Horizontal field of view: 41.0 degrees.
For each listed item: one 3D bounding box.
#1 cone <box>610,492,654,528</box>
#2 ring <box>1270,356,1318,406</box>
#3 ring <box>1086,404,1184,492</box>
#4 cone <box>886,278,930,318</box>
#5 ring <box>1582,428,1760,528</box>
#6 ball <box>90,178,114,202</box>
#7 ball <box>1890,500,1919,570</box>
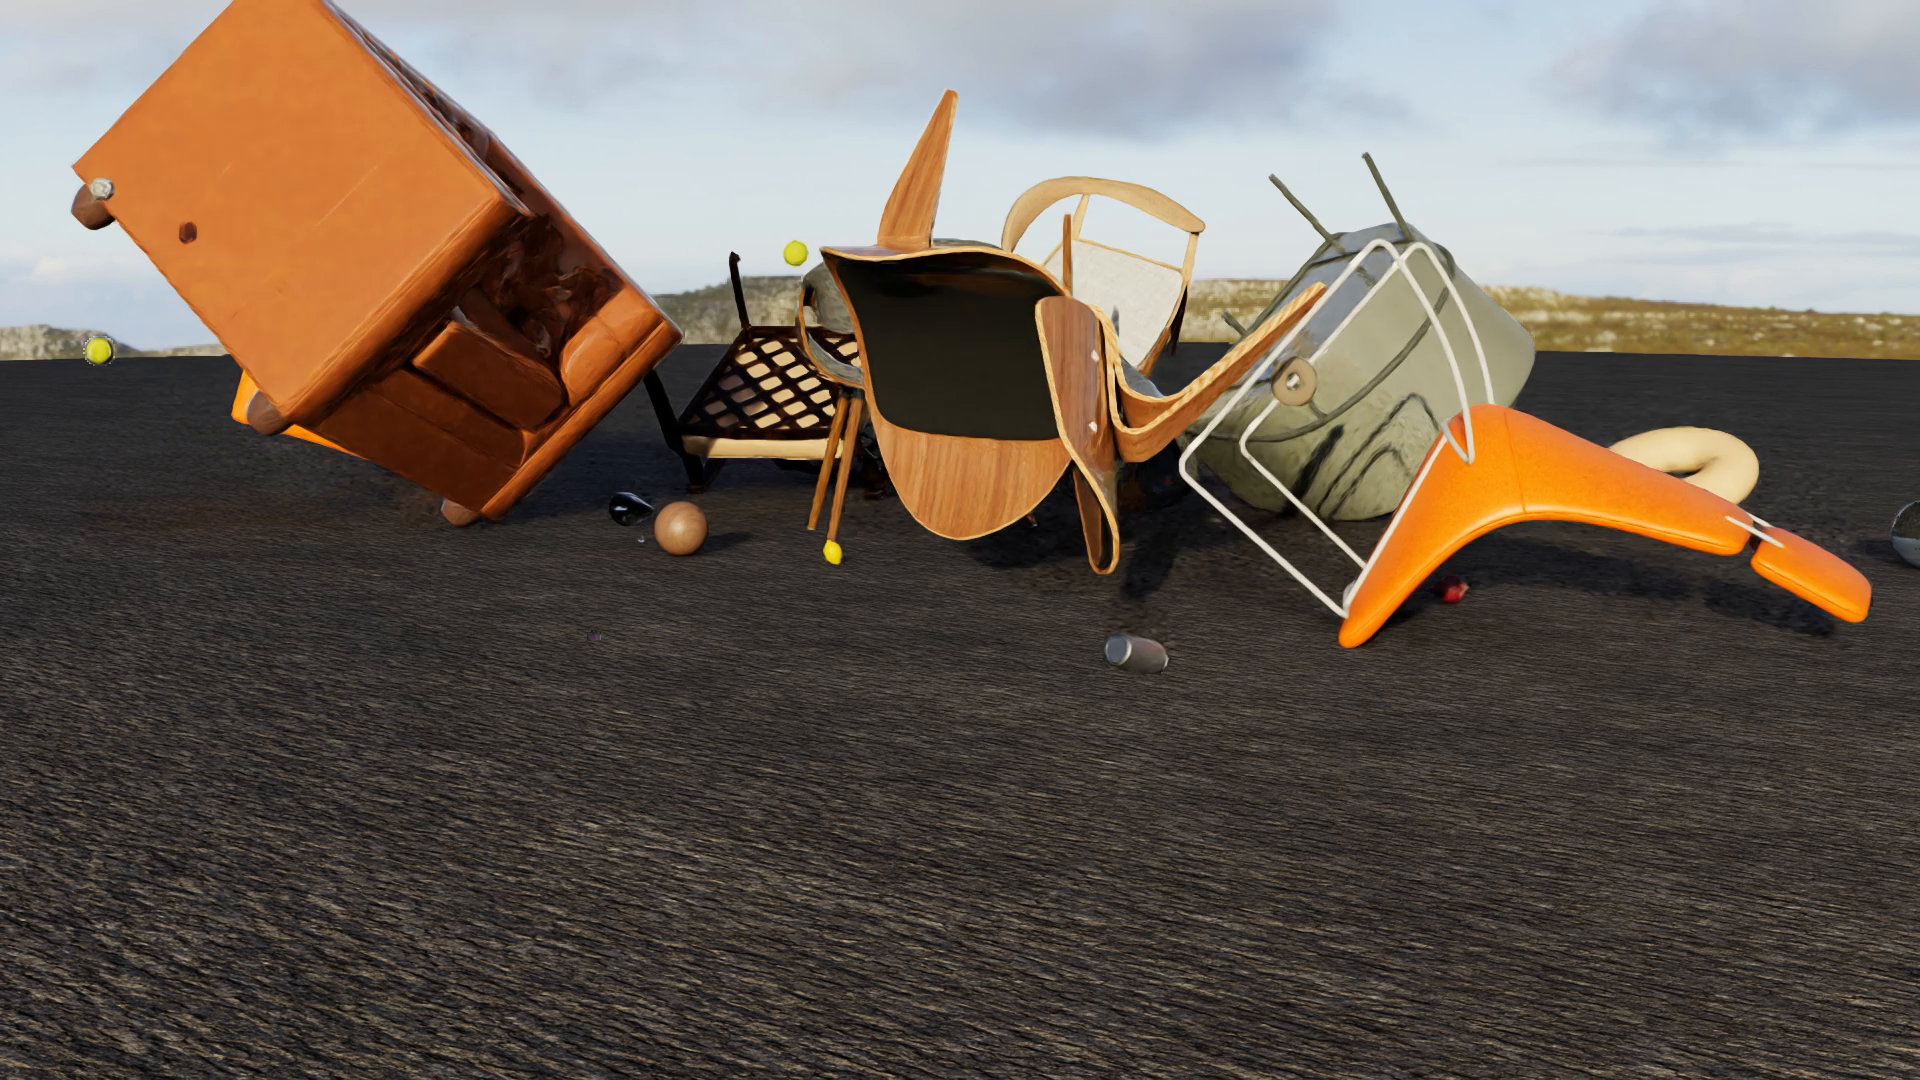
[{"bbox_3d":[-0.830,-0.080,6.671,0.105,0.090,0.156,30,-16,-32],"label":"cone"},{"bbox_3d":[0.607,-0.287,4.664,0.102,0.091,0.025,9,8,44],"label":"ring"},{"bbox_3d":[0.535,-0.277,7.787,0.116,0.279,0.448,21,8,37],"label":"ring"},{"bbox_3d":[-0.147,-0.774,8.492,0.183,0.161,0.092,2,39,-50],"label":"cone"},{"bbox_3d":[1.898,-0.168,6.857,0.465,0.119,0.403,-14,31,0],"label":"ring"},{"bbox_3d":[-1.830,-0.749,5.475,0.051,0.051,0.051,0,6,0],"label":"ball"},{"bbox_3d":[2.170,-0.012,5.748,0.160,0.160,0.160,0,6,0],"label":"ball"}]
